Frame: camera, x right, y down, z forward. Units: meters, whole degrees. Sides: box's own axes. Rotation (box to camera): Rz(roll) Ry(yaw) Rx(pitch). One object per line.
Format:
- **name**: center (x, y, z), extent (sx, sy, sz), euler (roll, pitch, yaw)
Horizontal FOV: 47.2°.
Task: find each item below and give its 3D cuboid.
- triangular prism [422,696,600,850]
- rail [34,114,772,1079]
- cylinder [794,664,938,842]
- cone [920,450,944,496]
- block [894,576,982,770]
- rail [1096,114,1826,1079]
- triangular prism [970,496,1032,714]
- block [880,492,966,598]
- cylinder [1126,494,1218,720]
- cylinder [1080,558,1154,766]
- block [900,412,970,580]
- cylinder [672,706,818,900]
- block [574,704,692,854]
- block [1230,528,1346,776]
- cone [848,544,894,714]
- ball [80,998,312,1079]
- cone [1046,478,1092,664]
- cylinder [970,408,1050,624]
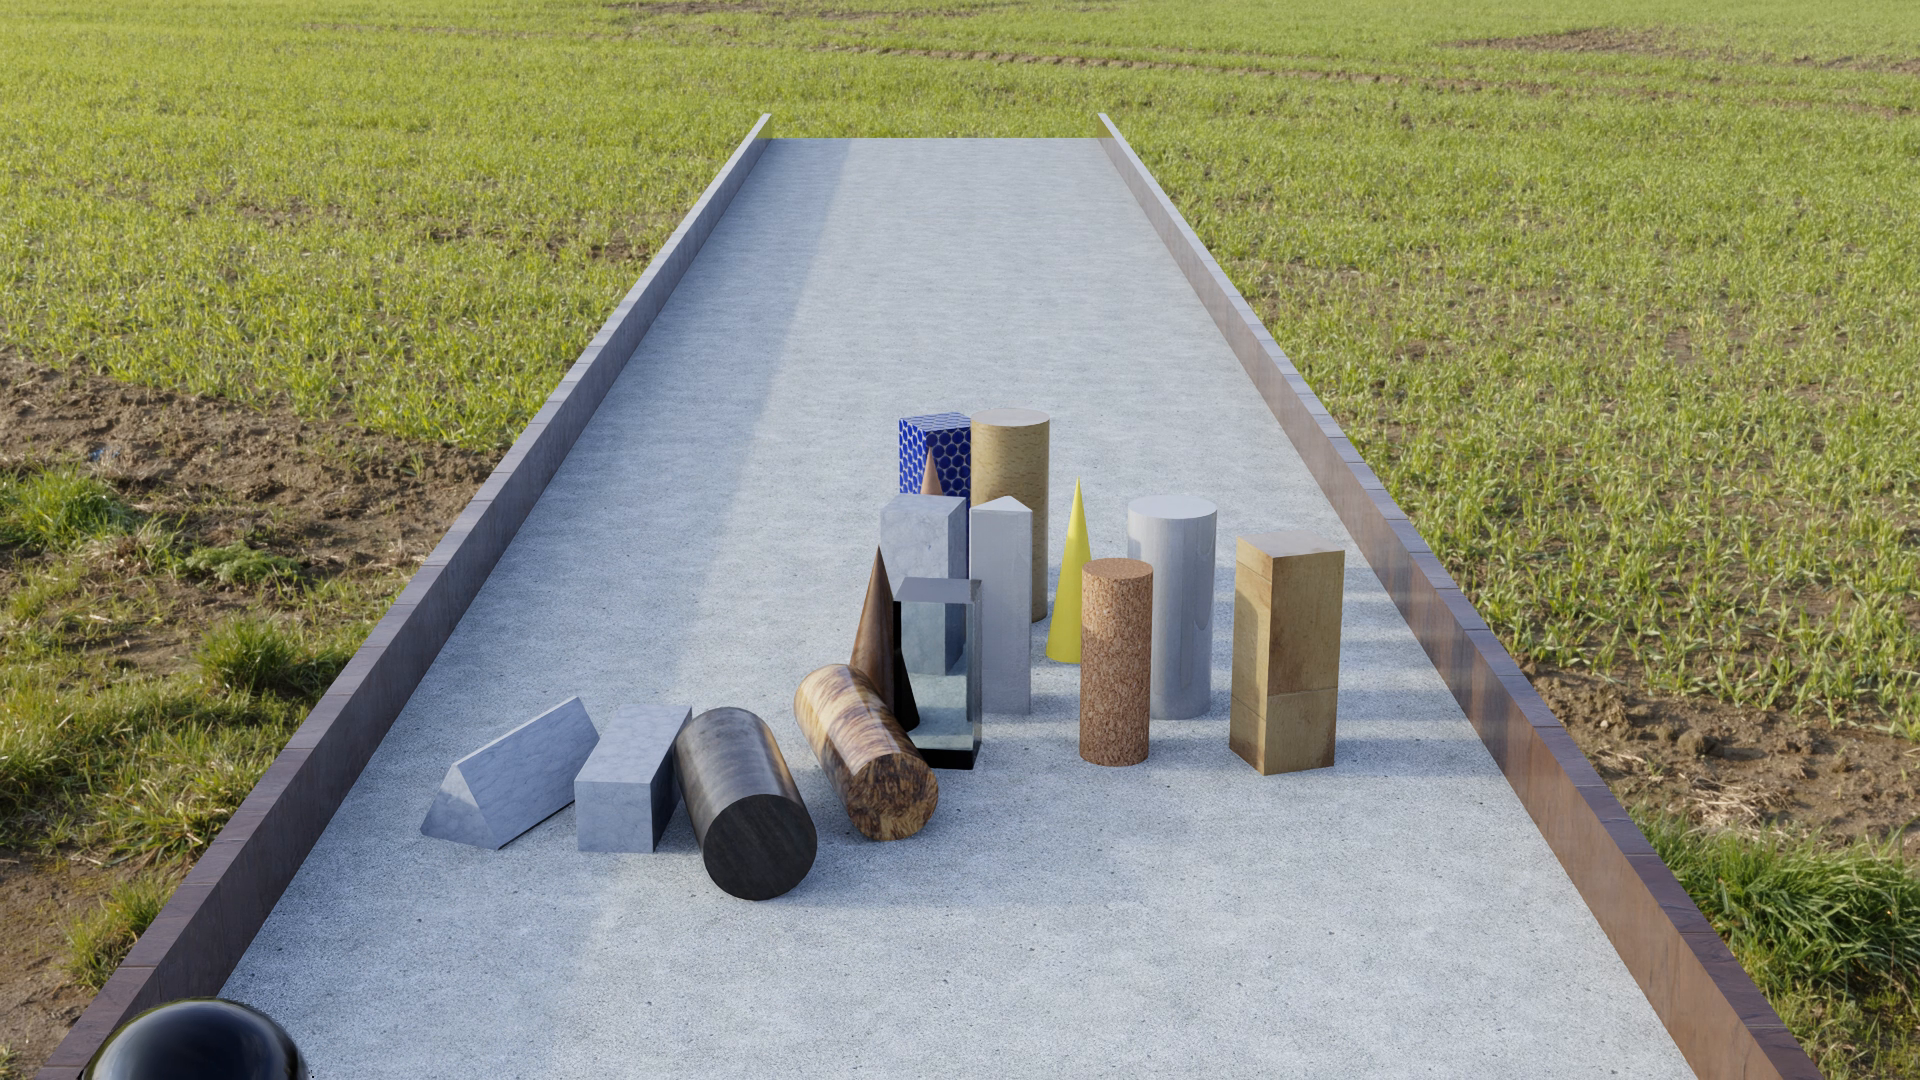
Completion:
- **triangular prism**: center (-0.741, 0.380, 3.701), extent (0.156, 0.135, 0.343), euler (8, 18, 23)
- **rail**: center (-1.118, -0.838, 7.780), extent (0.050, 0.150, 12.000), euler (0, 17, -1)
- **cylinder**: center (-0.167, 0.356, 3.762), extent (0.153, 0.153, 0.441), euler (-4, 17, -15)
- **cone**: center (-0.057, -0.008, 4.563), extent (0.177, 0.389, 0.177), euler (-1, 17, 0)
- **block**: center (-0.038, 0.235, 3.896), extent (0.139, 0.308, 0.139), euler (2, 17, 7)
- **rail**: center (0.932, -0.844, 7.801), extent (0.050, 0.150, 12.000), euler (0, 17, -1)
- **triangular prism**: center (0.083, 0.121, 4.124), extent (0.115, 0.396, 0.100), euler (3, 17, 9)
- **block**: center (-0.072, 0.079, 4.408), extent (0.138, 0.315, 0.138), euler (4, 17, 14)
- **cylinder**: center (0.393, 0.125, 4.119), extent (0.165, 0.391, 0.165), euler (0, 17, 0)
- **cylinder**: center (0.276, 0.216, 3.890), extent (0.124, 0.348, 0.124), euler (0, 17, 0)
- **block**: center (-0.040, -0.086, 4.878), extent (0.141, 0.364, 0.141), euler (-8, 18, -24)
- **cylinder**: center (-0.349, 0.415, 3.519), extent (0.176, 0.176, 0.379), euler (-4, 17, -13)
- **block**: center (-0.541, 0.395, 3.684), extent (0.123, 0.123, 0.346), euler (1, 17, 4)
- **block**: center (0.573, 0.196, 3.868), extent (0.138, 0.399, 0.138), euler (-6, 17, -18)
- **cone**: center (-0.149, 0.164, 4.093), extent (0.163, 0.331, 0.163), euler (0, 17, 0)
- **ball**: center (-0.880, 0.663, 2.530), extent (0.267, 0.267, 0.267), euler (0, 17, 0)
- **cone**: center (0.234, 0.049, 4.403), extent (0.122, 0.375, 0.122), euler (0, 17, 0)
- **cylinder**: center (0.105, -0.050, 4.639), extent (0.166, 0.431, 0.166), euler (0, 17, 0)
